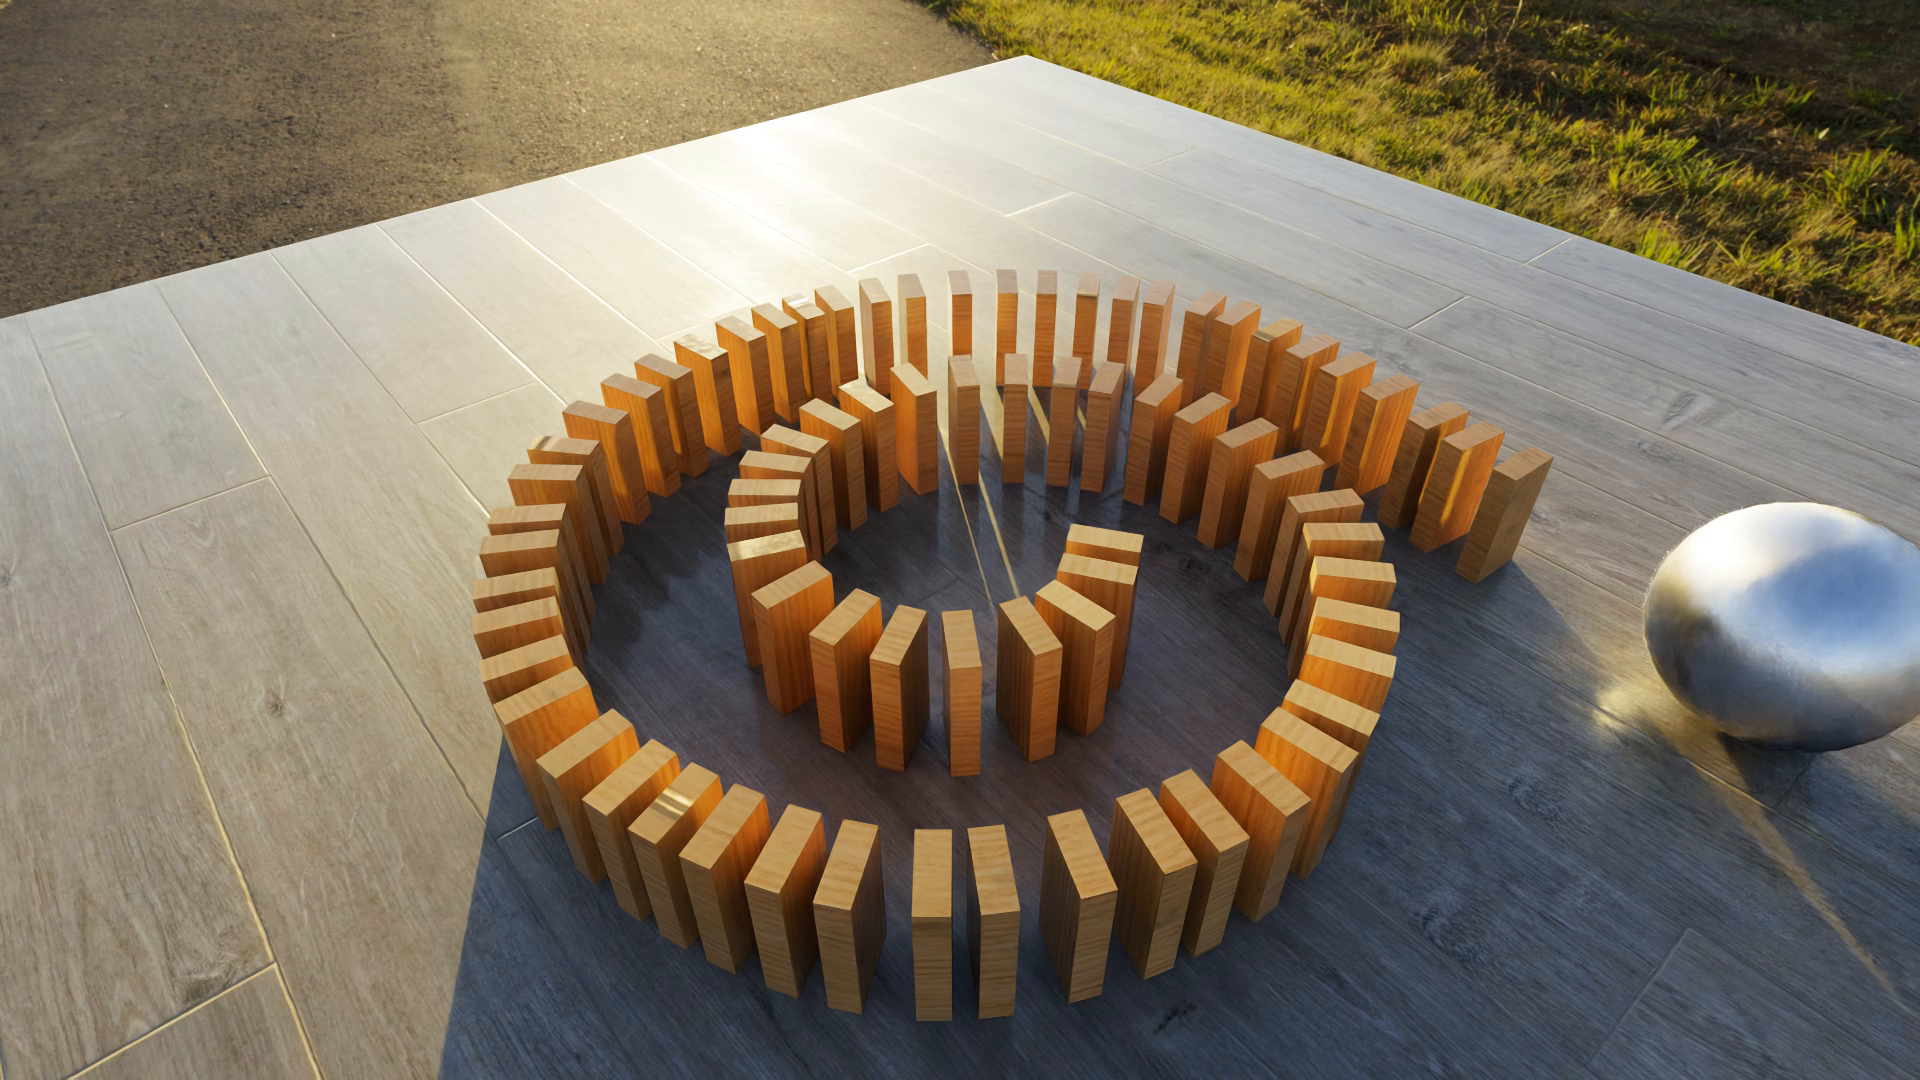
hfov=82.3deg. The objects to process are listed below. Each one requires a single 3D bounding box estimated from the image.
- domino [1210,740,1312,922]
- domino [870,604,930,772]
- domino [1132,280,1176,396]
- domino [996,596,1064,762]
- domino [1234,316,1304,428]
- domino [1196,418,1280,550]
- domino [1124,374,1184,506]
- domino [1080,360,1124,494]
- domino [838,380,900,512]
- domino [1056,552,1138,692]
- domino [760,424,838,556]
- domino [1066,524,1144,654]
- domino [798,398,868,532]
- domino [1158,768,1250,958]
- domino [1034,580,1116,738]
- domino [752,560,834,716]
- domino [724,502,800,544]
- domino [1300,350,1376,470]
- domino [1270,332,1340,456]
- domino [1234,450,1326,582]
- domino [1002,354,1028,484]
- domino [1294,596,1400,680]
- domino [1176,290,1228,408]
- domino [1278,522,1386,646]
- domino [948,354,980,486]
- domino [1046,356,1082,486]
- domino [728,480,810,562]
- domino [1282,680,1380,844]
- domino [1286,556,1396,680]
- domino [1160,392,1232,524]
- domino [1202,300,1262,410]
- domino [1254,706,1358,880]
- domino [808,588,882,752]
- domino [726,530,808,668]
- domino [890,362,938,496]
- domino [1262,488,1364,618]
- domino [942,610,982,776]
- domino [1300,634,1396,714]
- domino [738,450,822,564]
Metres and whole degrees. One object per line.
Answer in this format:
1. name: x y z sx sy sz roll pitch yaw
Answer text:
1. domino: 0.081 0.083 0.310 0.009 0.050 0.025 -24 45 -26
2. domino: -0.019 0.048 0.353 0.009 0.050 0.025 12 41 14
3. domino: 0.093 -0.096 0.529 0.010 0.050 0.025 13 41 16
4. domino: 0.022 0.046 0.356 0.010 0.050 0.025 -16 42 -18
5. domino: 0.140 -0.074 0.502 0.025 0.050 0.009 -29 47 -30
6. domino: 0.110 -0.022 0.438 0.025 0.050 0.009 -23 45 -25
7. domino: 0.081 -0.042 0.462 0.009 0.050 0.025 24 45 26
8. domino: 0.061 -0.048 0.470 0.009 0.050 0.025 12 41 14
9. domino: -0.038 -0.039 0.459 0.010 0.050 0.025 -29 47 -30
10. domino: 0.045 0.029 0.376 0.025 0.050 0.009 11 41 13
11. domino: -0.063 -0.019 0.435 0.025 0.050 0.009 18 43 21
12. domino: 0.049 0.019 0.389 0.025 0.050 0.009 10 40 11
13. domino: -0.051 -0.030 0.448 0.025 0.050 0.010 28 47 30
14. domino: 0.064 0.089 0.302 0.009 0.050 0.025 -18 43 -21
15. domino: 0.036 0.040 0.363 0.025 0.050 0.009 32 49 33
16. domino: -0.054 0.033 0.371 0.025 0.050 0.010 -30 48 -31
17. domino: -0.069 0.010 0.399 0.025 0.050 0.009 -5 40 -6
18. domino: 0.163 -0.055 0.478 0.025 0.050 0.009 -23 45 -26
19. domino: 0.152 -0.065 0.490 0.025 0.050 0.009 -25 46 -28
20. domino: 0.122 -0.009 0.422 0.025 0.050 0.009 -16 42 -19
21. domino: 0.024 -0.052 0.475 0.010 0.050 0.025 1 39 1
22. domino: 0.124 0.043 0.360 0.025 0.050 0.009 11 41 13
23. domino: 0.113 -0.090 0.521 0.009 0.050 0.025 23 45 25
24. domino: 0.131 0.016 0.391 0.025 0.050 0.009 0 39 0
25. domino: 0.002 -0.051 0.474 0.009 0.050 0.025 -6 40 -7
26. domino: 0.045 -0.051 0.473 0.009 0.050 0.025 7 40 8
27. domino: -0.070 0.000 0.411 0.025 0.050 0.010 0 39 1
28. domino: 0.106 0.067 0.330 0.025 0.050 0.010 23 45 26
29. domino: 0.130 0.029 0.376 0.025 0.050 0.009 6 40 7
30. domino: 0.096 -0.033 0.452 0.025 0.050 0.009 -30 48 -32
31. domino: 0.126 -0.084 0.513 0.009 0.050 0.025 30 48 32
32. domino: 0.097 0.074 0.321 0.025 0.050 0.010 31 48 32
33. domino: -0.036 0.043 0.359 0.009 0.050 0.025 21 44 24
34. domino: -0.065 0.021 0.386 0.025 0.050 0.009 -12 41 -14
35. domino: -0.019 -0.047 0.469 0.009 0.050 0.025 -19 43 -21
36. domino: 0.129 0.005 0.405 0.025 0.050 0.010 -8 40 -10
37. domino: 0.000 0.049 0.351 0.009 0.050 0.025 -4 40 -5
38. domino: 0.117 0.054 0.346 0.025 0.050 0.010 16 42 18
39. domino: -0.069 -0.010 0.424 0.025 0.050 0.010 8 40 9
